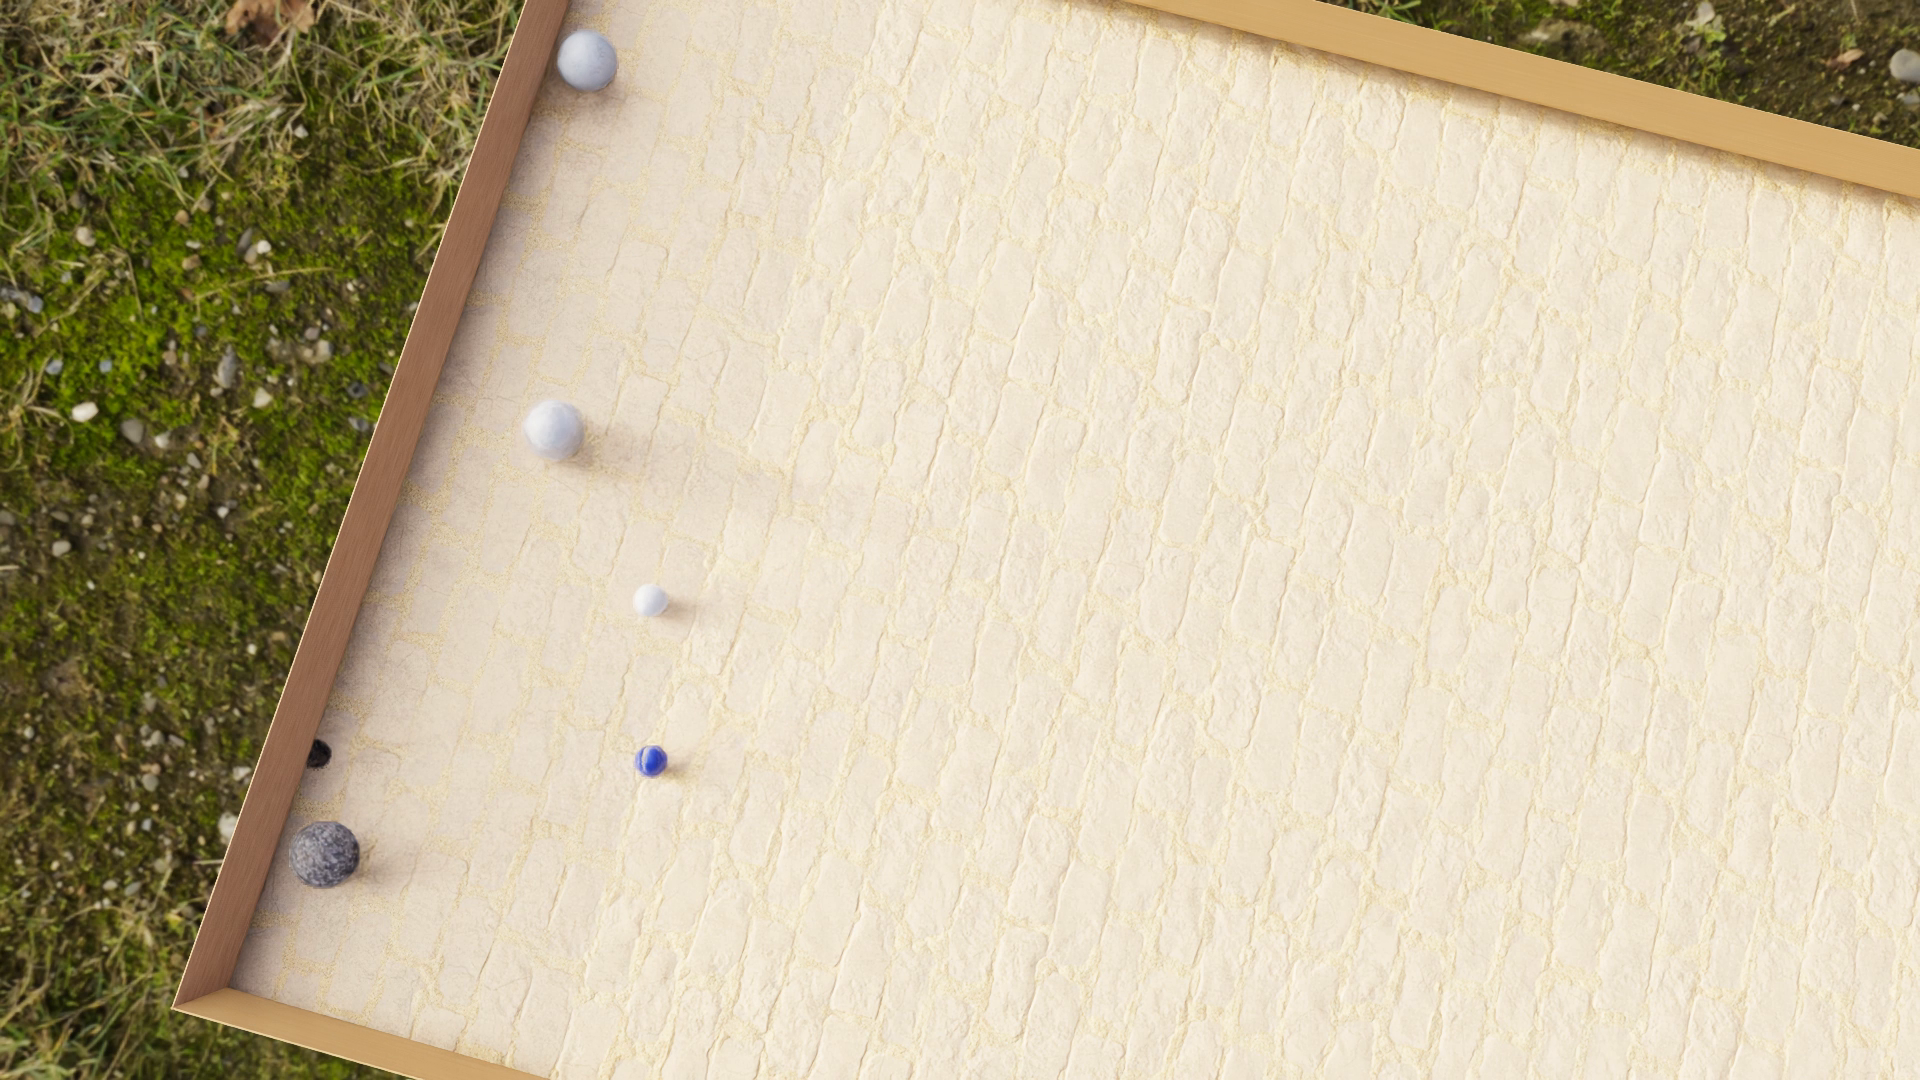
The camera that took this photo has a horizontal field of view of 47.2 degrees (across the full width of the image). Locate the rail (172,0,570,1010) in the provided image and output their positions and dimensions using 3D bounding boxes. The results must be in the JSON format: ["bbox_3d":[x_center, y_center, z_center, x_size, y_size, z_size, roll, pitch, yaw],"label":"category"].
[{"bbox_3d":[-0.826,-0.227,3.356,0.045,0.126,1.930,15,77,4],"label":"rail"}]

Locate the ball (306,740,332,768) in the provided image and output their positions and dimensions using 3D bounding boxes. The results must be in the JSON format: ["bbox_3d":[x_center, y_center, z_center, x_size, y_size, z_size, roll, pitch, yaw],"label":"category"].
[{"bbox_3d":[-0.955,0.318,3.266,0.043,0.043,0.043,0,76,0],"label":"ball"}]

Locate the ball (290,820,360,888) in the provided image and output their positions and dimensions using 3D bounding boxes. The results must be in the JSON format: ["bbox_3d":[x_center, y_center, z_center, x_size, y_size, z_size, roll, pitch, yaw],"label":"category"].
[{"bbox_3d":[-0.925,0.458,3.204,0.097,0.097,0.097,0,76,0],"label":"ball"}]

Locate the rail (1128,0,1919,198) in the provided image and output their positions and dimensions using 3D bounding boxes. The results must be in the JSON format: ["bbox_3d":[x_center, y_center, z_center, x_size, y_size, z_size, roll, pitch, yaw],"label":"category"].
[{"bbox_3d":[1.097,-0.663,3.464,3.521,0.126,0.045,15,77,4],"label":"rail"}]

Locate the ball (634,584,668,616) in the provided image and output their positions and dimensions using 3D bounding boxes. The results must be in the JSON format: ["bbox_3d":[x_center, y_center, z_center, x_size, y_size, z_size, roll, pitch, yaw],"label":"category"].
[{"bbox_3d":[-0.466,0.091,3.318,0.050,0.050,0.050,0,76,0],"label":"ball"}]

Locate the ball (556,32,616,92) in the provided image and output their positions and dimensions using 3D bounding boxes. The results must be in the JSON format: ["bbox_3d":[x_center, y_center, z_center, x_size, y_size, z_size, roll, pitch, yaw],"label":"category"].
[{"bbox_3d":[-0.595,-0.762,3.505,0.095,0.095,0.095,0,76,0],"label":"ball"}]

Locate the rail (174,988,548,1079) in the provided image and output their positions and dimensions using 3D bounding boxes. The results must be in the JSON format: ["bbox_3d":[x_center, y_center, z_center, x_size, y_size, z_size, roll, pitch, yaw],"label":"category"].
[{"bbox_3d":[0.601,1.100,3.030,3.521,0.126,0.045,15,77,4],"label":"rail"}]

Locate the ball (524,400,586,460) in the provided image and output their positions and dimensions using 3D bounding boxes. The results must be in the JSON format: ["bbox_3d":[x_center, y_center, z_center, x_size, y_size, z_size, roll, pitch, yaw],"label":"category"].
[{"bbox_3d":[-0.619,-0.168,3.359,0.093,0.093,0.093,0,76,0],"label":"ball"}]

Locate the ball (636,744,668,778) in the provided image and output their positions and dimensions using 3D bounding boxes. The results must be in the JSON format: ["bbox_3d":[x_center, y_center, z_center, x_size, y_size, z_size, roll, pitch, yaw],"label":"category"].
[{"bbox_3d":[-0.457,0.328,3.261,0.048,0.048,0.048,0,76,0],"label":"ball"}]
